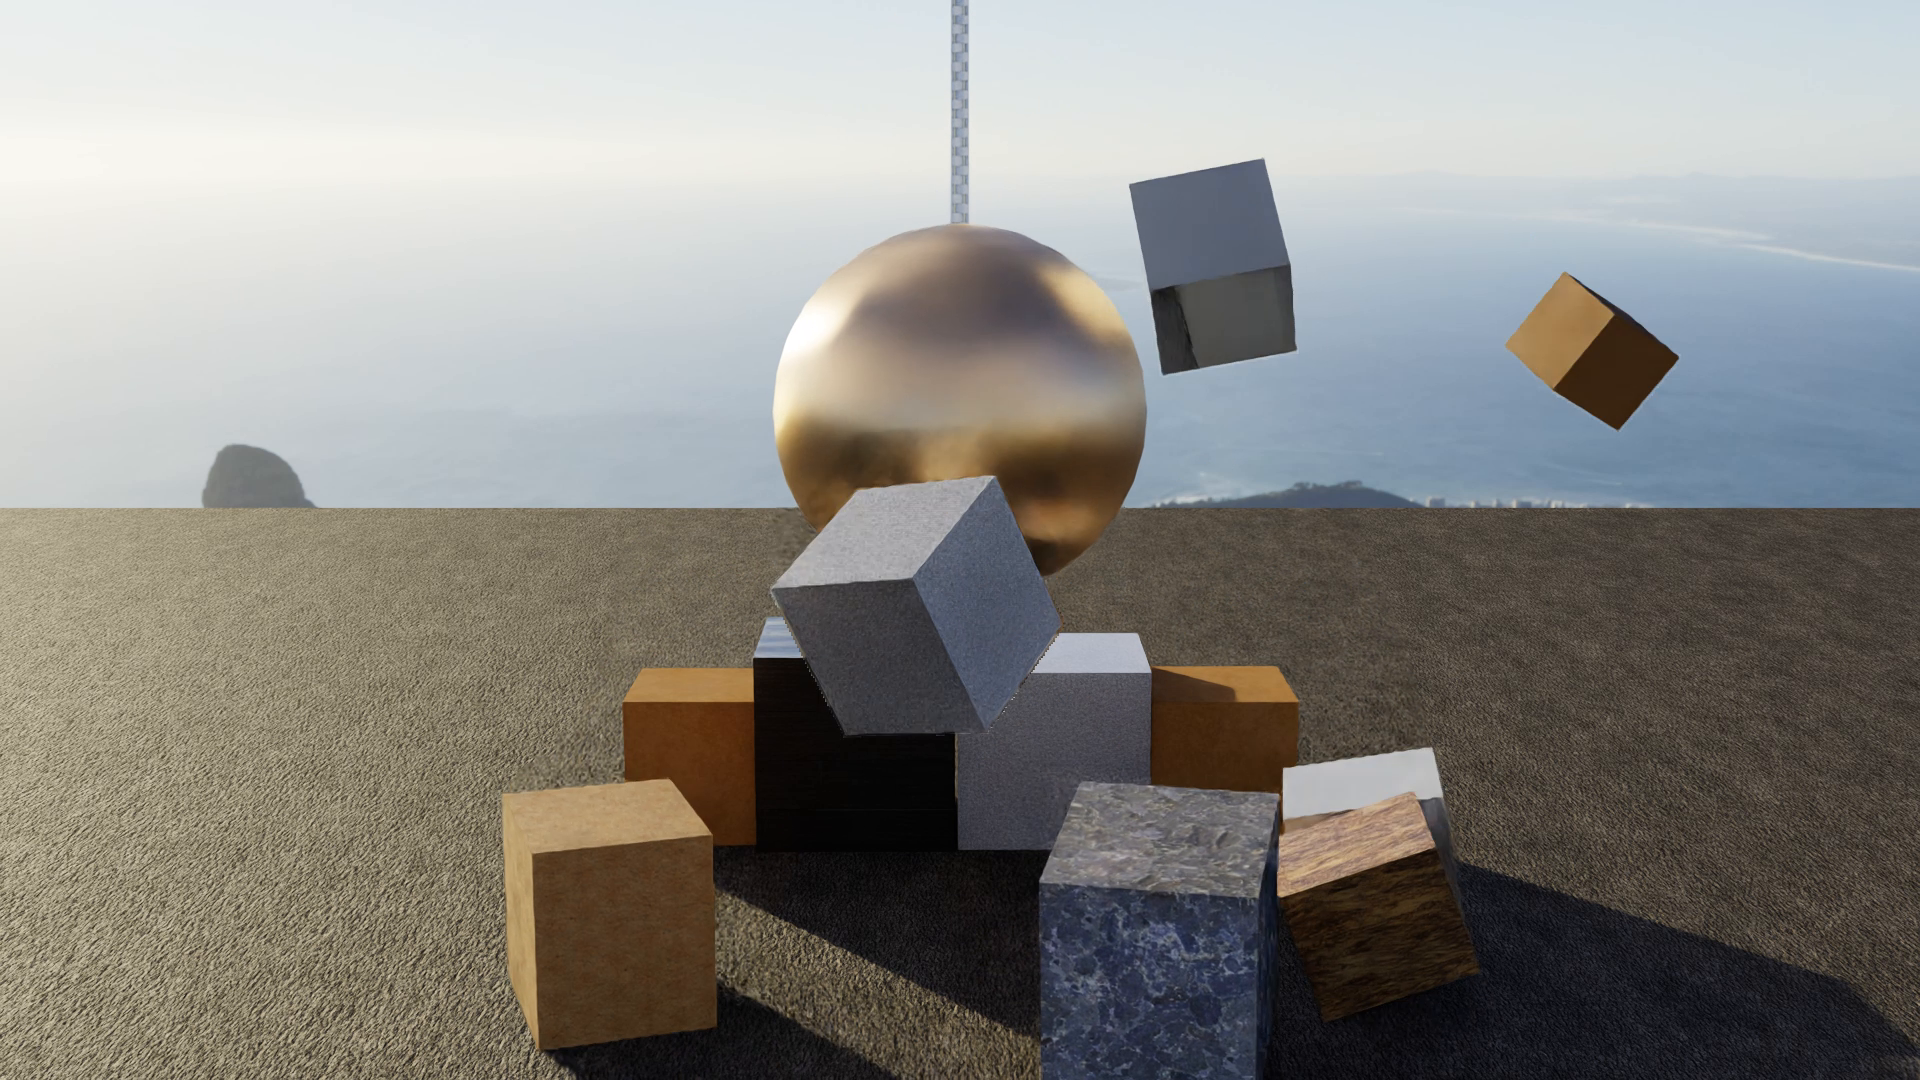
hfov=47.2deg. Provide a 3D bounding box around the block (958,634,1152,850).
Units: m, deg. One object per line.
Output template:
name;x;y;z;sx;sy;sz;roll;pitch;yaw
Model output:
block;0.469;1.026;11.372;0.958;0.913;0.884;0;10;0

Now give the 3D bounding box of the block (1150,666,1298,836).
block;1.320;1.108;11.368;0.729;0.752;0.759;0;10;0

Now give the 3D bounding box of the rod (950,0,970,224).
rod;0.000;-3.928;9.740;0.080;5.200;0.080;0;-6;0

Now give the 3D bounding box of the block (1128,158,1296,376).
block;1.078;-1.162;9.378;0.580;0.561;0.610;-10;54;5

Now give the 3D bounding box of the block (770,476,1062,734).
block;-0.144;0.238;7.863;0.624;0.653;0.628;-5;32;36

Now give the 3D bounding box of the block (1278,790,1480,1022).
block;1.678;1.489;8.991;0.647;0.572;0.587;-20;13;8

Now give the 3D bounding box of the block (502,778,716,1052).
block;-1.446;1.510;9.012;0.709;0.805;0.825;-4;11;-19

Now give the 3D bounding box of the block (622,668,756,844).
block;-1.355;1.110;11.382;0.657;0.745;0.706;0;10;0

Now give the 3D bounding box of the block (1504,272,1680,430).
block;2.851;-0.852;9.932;0.493;0.420;0.410;24;22;-34

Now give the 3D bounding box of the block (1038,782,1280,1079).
block;0.773;1.533;8.340;0.782;0.895;0.922;2;17;12

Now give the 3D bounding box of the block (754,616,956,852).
block;-0.525;0.984;11.364;0.993;0.997;0.940;0;10;-1

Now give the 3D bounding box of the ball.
ball;0.000;-0.545;9.407;1.600;1.600;1.600;0;10;0

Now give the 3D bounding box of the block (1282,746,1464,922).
block;1.817;1.385;9.700;0.676;0.672;0.718;-9;10;10
